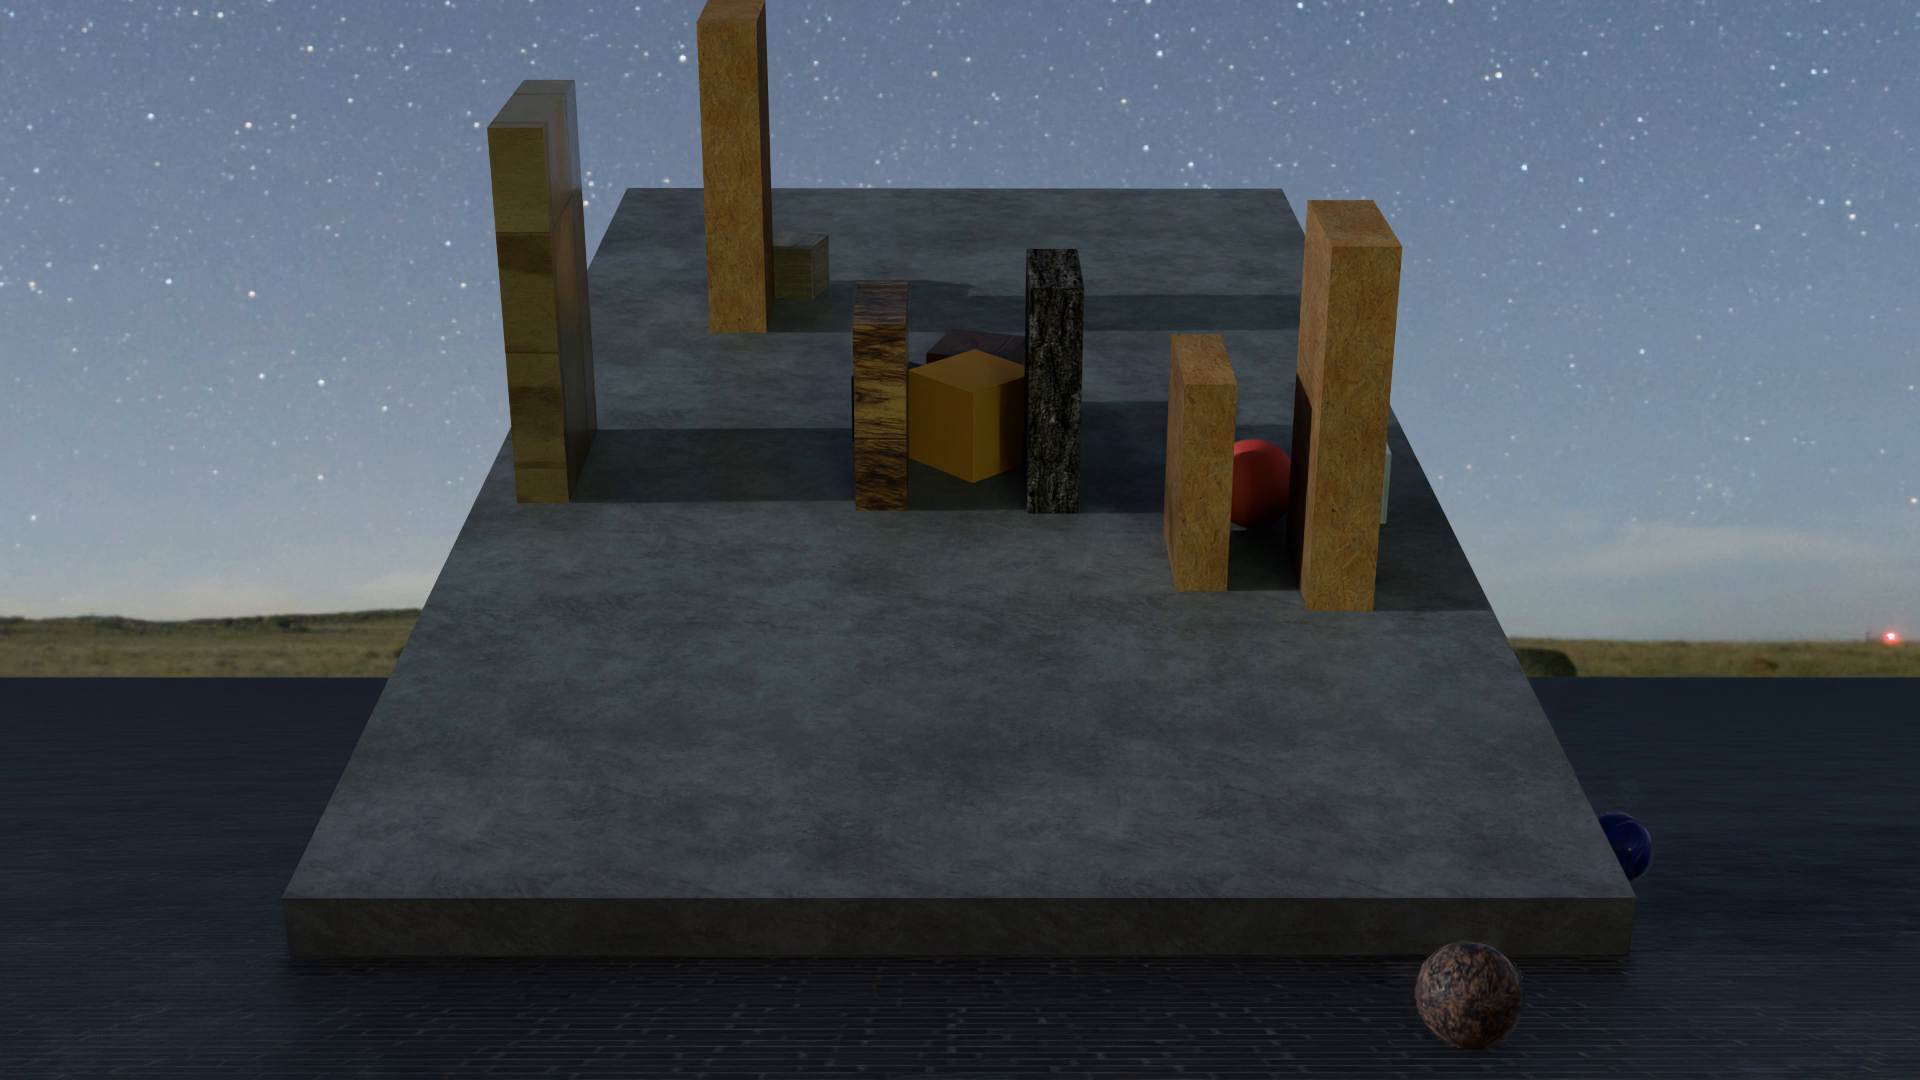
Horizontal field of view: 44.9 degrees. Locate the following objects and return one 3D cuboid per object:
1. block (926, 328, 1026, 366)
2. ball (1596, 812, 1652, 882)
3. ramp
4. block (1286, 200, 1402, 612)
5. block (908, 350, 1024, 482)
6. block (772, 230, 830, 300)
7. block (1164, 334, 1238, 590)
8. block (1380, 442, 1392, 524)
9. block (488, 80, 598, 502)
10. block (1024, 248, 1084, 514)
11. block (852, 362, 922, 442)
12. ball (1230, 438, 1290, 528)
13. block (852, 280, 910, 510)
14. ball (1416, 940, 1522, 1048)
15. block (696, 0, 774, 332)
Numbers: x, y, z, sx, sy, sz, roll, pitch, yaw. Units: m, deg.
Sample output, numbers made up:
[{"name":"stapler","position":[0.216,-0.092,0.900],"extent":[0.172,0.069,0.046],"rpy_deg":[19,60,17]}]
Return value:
[{"name":"block","position":[0.038,-0.354,5.218],"extent":[0.180,0.180,0.180],"rpy_deg":[8,25,16]},{"name":"ball","position":[1.310,0.615,4.634],"extent":[0.141,0.141,0.141],"rpy_deg":[0,-3,0]},{"name":"ramp","position":[-0.008,-0.227,5.277],"extent":[2.000,0.100,4.000],"rpy_deg":[0,24,0]},{"name":"block","position":[0.710,-0.251,4.331],"extent":[0.123,0.704,0.305],"rpy_deg":[0,24,0]},{"name":"block","position":[0.030,-0.270,4.999],"extent":[0.201,0.201,0.201],"rpy_deg":[-21,31,-39]},{"name":"block","position":[-0.434,-0.723,6.110],"extent":[0.140,0.140,0.140],"rpy_deg":[7,24,15]},{"name":"block","position":[0.459,-0.151,4.462],"extent":[0.097,0.416,0.288],"rpy_deg":[0,24,0]},{"name":"block","position":[0.792,-0.134,4.754],"extent":[0.151,0.151,0.151],"rpy_deg":[1,24,1]},{"name":"block","position":[-0.863,-0.522,4.841],"extent":[0.107,0.787,0.425],"rpy_deg":[0,24,0]},{"name":"block","position":[0.190,-0.329,4.785],"extent":[0.106,0.482,0.271],"rpy_deg":[0,24,0]},{"name":"block","position":[-0.129,-0.292,5.108],"extent":[0.154,0.154,0.154],"rpy_deg":[17,29,33]},{"name":"ball","position":[0.589,-0.114,4.674],"extent":[0.179,0.179,0.179],"rpy_deg":[0,-3,0]},{"name":"block","position":[-0.162,-0.303,4.825],"extent":[0.105,0.402,0.294],"rpy_deg":[0,24,0]},{"name":"ball","position":[0.575,0.513,2.622],"extent":[0.119,0.119,0.119],"rpy_deg":[0,-3,0]},{"name":"block","position":[-0.556,-0.932,5.797],"extent":[0.142,0.773,0.290],"rpy_deg":[0,24,0]}]
